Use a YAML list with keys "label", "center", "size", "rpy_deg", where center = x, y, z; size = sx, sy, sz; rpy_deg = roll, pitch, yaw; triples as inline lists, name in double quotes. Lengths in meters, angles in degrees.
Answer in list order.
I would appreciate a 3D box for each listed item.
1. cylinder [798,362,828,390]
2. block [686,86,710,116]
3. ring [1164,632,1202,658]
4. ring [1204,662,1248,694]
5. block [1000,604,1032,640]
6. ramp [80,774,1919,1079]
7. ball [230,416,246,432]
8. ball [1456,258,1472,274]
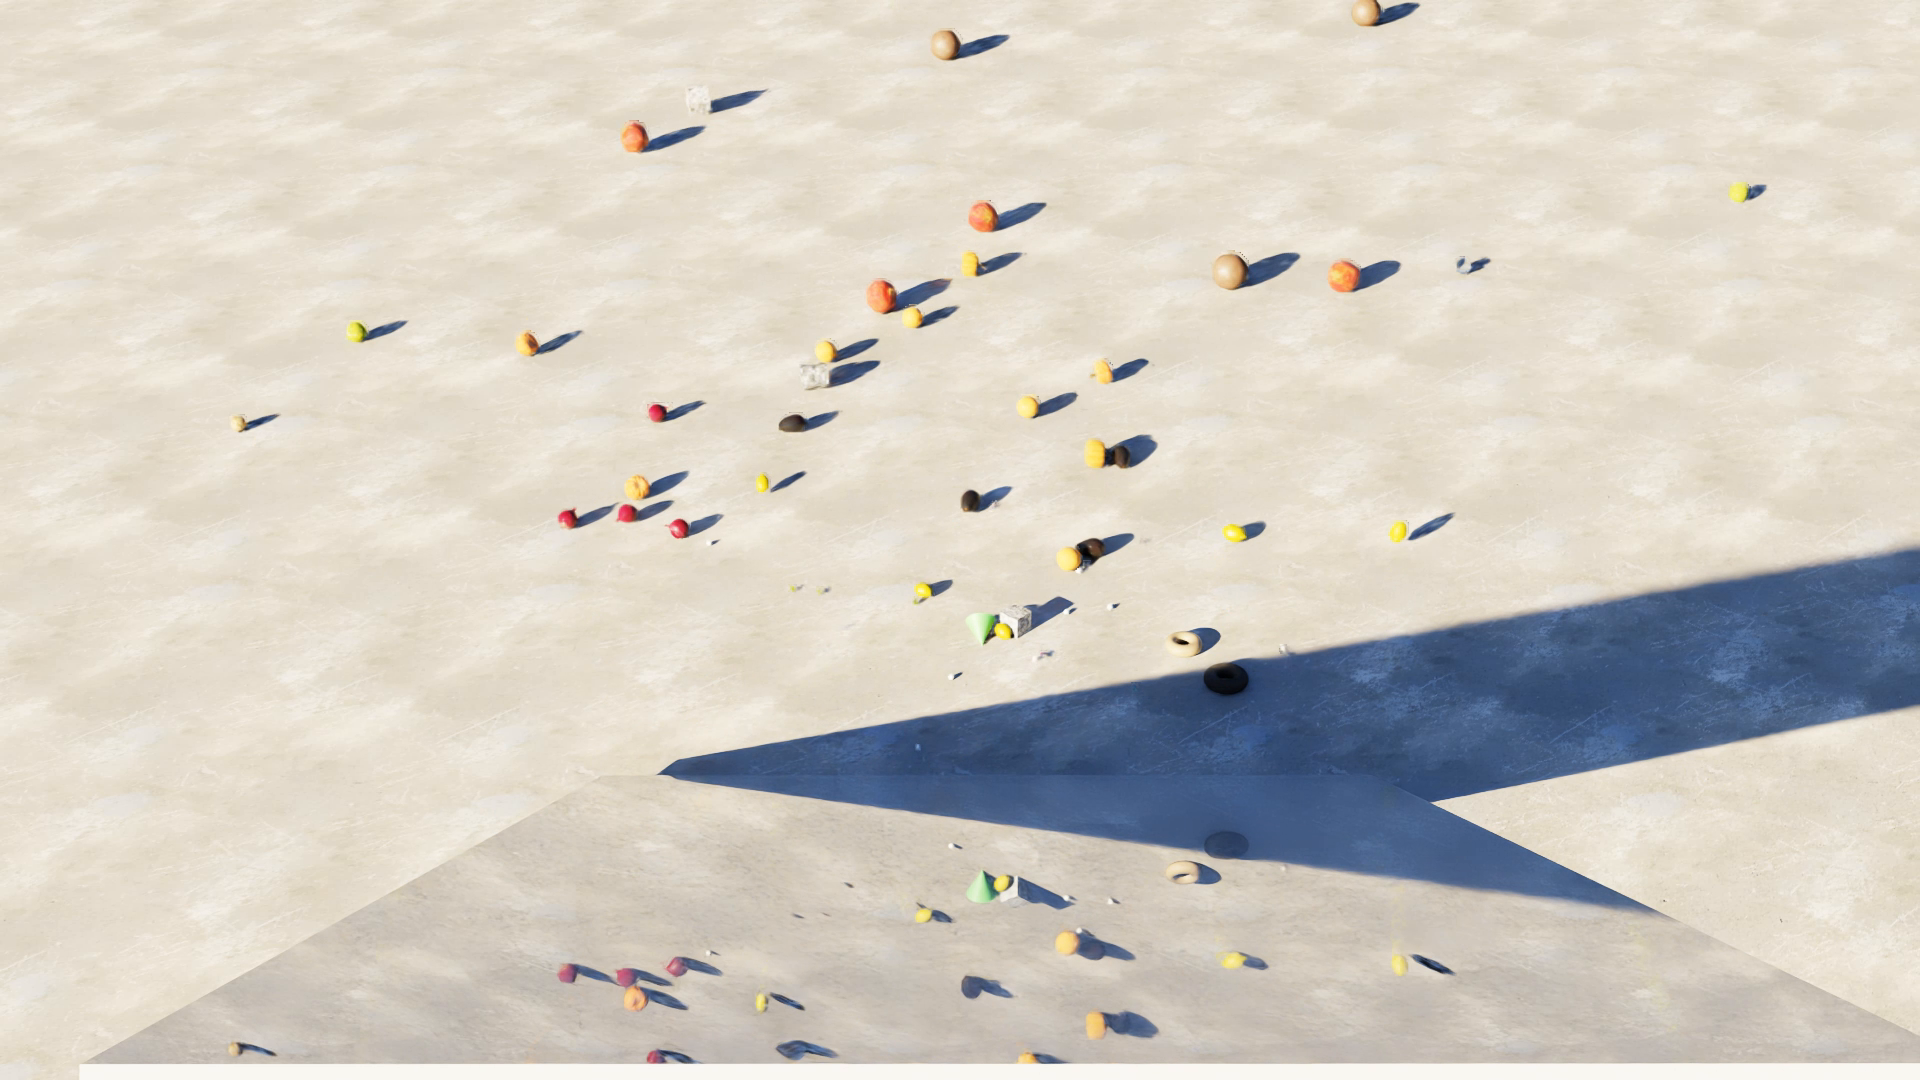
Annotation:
- label: "cylinder"
  center: [-0.487, -0.544, 8.629]
  size: [0.084, 0.084, 0.084]
  rpy_deg: [-8, 33, -13]
- label: "block"
  center: [-1.068, -1.792, 10.576]
  size: [0.083, 0.083, 0.083]
  rpy_deg: [-8, 66, -12]
- label: "ring"
  center: [0.634, 0.296, 7.352]
  size: [0.107, 0.036, 0.107]
  rpy_deg: [-1, 31, 1]
- label: "ring"
  center: [0.739, 0.385, 7.205]
  size: [0.125, 0.042, 0.125]
  rpy_deg: [0, 31, 0]
- label: "block"
  center: [0.160, 0.232, 7.425]
  size: [0.064, 0.064, 0.064]
  rpy_deg: [25, 40, 34]
- label: "ramp"
  center: [0.072, 0.631, 4.730]
  size: [2.000, 0.100, 4.000]
  rpy_deg: [0, -1, 0]
- label: "ball"
  center: [-2.340, -0.377, 8.399]
  size: [0.051, 0.051, 0.051]
  rpy_deg: [0, 32, 0]
- label: "ball"
  center: [1.818, -0.988, 9.359]
  size: [0.056, 0.056, 0.056]
  rpy_deg: [0, 32, 0]
